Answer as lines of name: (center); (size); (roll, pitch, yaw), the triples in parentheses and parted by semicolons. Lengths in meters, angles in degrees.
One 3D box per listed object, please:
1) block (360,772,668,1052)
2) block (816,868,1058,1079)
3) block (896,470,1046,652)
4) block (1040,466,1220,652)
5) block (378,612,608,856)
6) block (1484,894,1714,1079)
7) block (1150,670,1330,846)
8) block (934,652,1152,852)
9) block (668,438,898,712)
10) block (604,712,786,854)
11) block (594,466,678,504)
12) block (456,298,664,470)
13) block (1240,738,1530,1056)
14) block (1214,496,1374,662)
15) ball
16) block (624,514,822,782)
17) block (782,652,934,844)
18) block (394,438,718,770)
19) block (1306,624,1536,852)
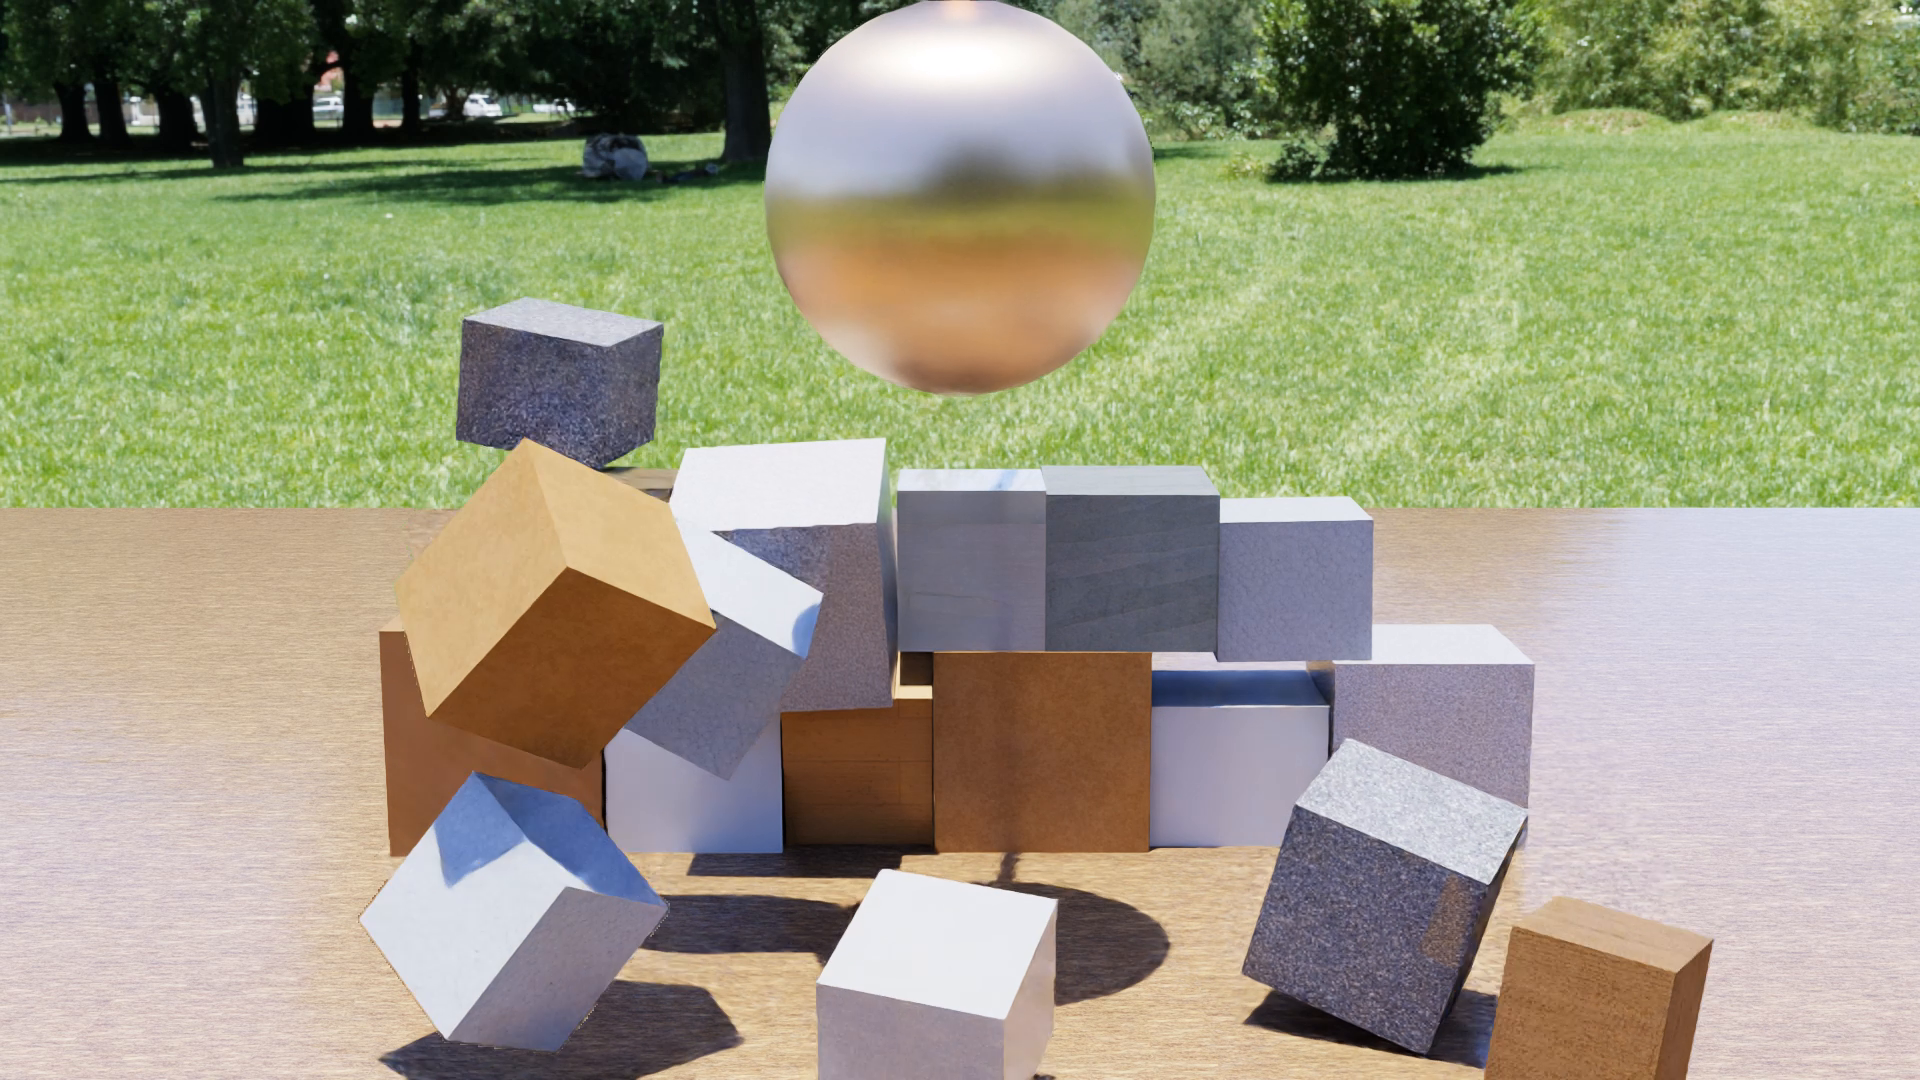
block: (-1.701, 1.429, 8.409); (0.668, 0.732, 0.625); (42, 7, 33)
block: (-0.073, 1.692, 7.958); (0.677, 0.599, 0.719); (8, 27, 15)
block: (0.055, 0.092, 11.082); (0.724, 0.801, 0.703); (0, 10, 0)
block: (0.845, 0.079, 11.206); (0.844, 0.782, 0.971); (0, 10, 1)
block: (-2.300, 0.913, 11.339); (1.064, 1.147, 1.054); (0, 10, 0)
block: (2.246, 1.694, 7.750); (0.560, 0.657, 0.583); (13, 9, 30)
block: (1.397, 1.118, 11.392); (0.887, 0.725, 0.771); (0, 10, 0)
block: (0.408, 0.971, 11.355); (1.071, 1.027, 0.954); (0, 10, 0)
block: (-0.852, 0.171, 10.836); (1.011, 0.988, 0.980); (-3, 26, 2)
block: (-1.322, 1.091, 11.383); (0.873, 0.781, 0.973); (0, 10, 0)
block: (-1.739, 0.019, 11.139); (0.701, 0.687, 0.659); (2, 10, 5)
block: (-2.089, -0.834, 11.521); (0.801, 0.641, 0.713); (12, 18, 13)
block: (1.711, 1.413, 8.835); (0.785, 0.794, 0.754); (22, 24, 19)
block: (1.656, 0.190, 11.197); (0.765, 0.706, 0.715); (-1, 10, 1)
ball: (0.000, -1.388, 8.972); (1.600, 1.600, 1.600); (0, 10, 0)
block: (-1.129, 0.472, 9.673); (0.734, 0.715, 0.629); (29, 23, -10)
block: (-0.506, 0.997, 11.245); (0.738, 0.850, 0.723); (0, 26, 0)
block: (-1.550, 0.254, 8.380); (0.722, 0.834, 0.721); (27, 26, -42)
block: (2.341, 1.004, 11.361); (0.983, 0.961, 0.907); (0, 10, 0)
